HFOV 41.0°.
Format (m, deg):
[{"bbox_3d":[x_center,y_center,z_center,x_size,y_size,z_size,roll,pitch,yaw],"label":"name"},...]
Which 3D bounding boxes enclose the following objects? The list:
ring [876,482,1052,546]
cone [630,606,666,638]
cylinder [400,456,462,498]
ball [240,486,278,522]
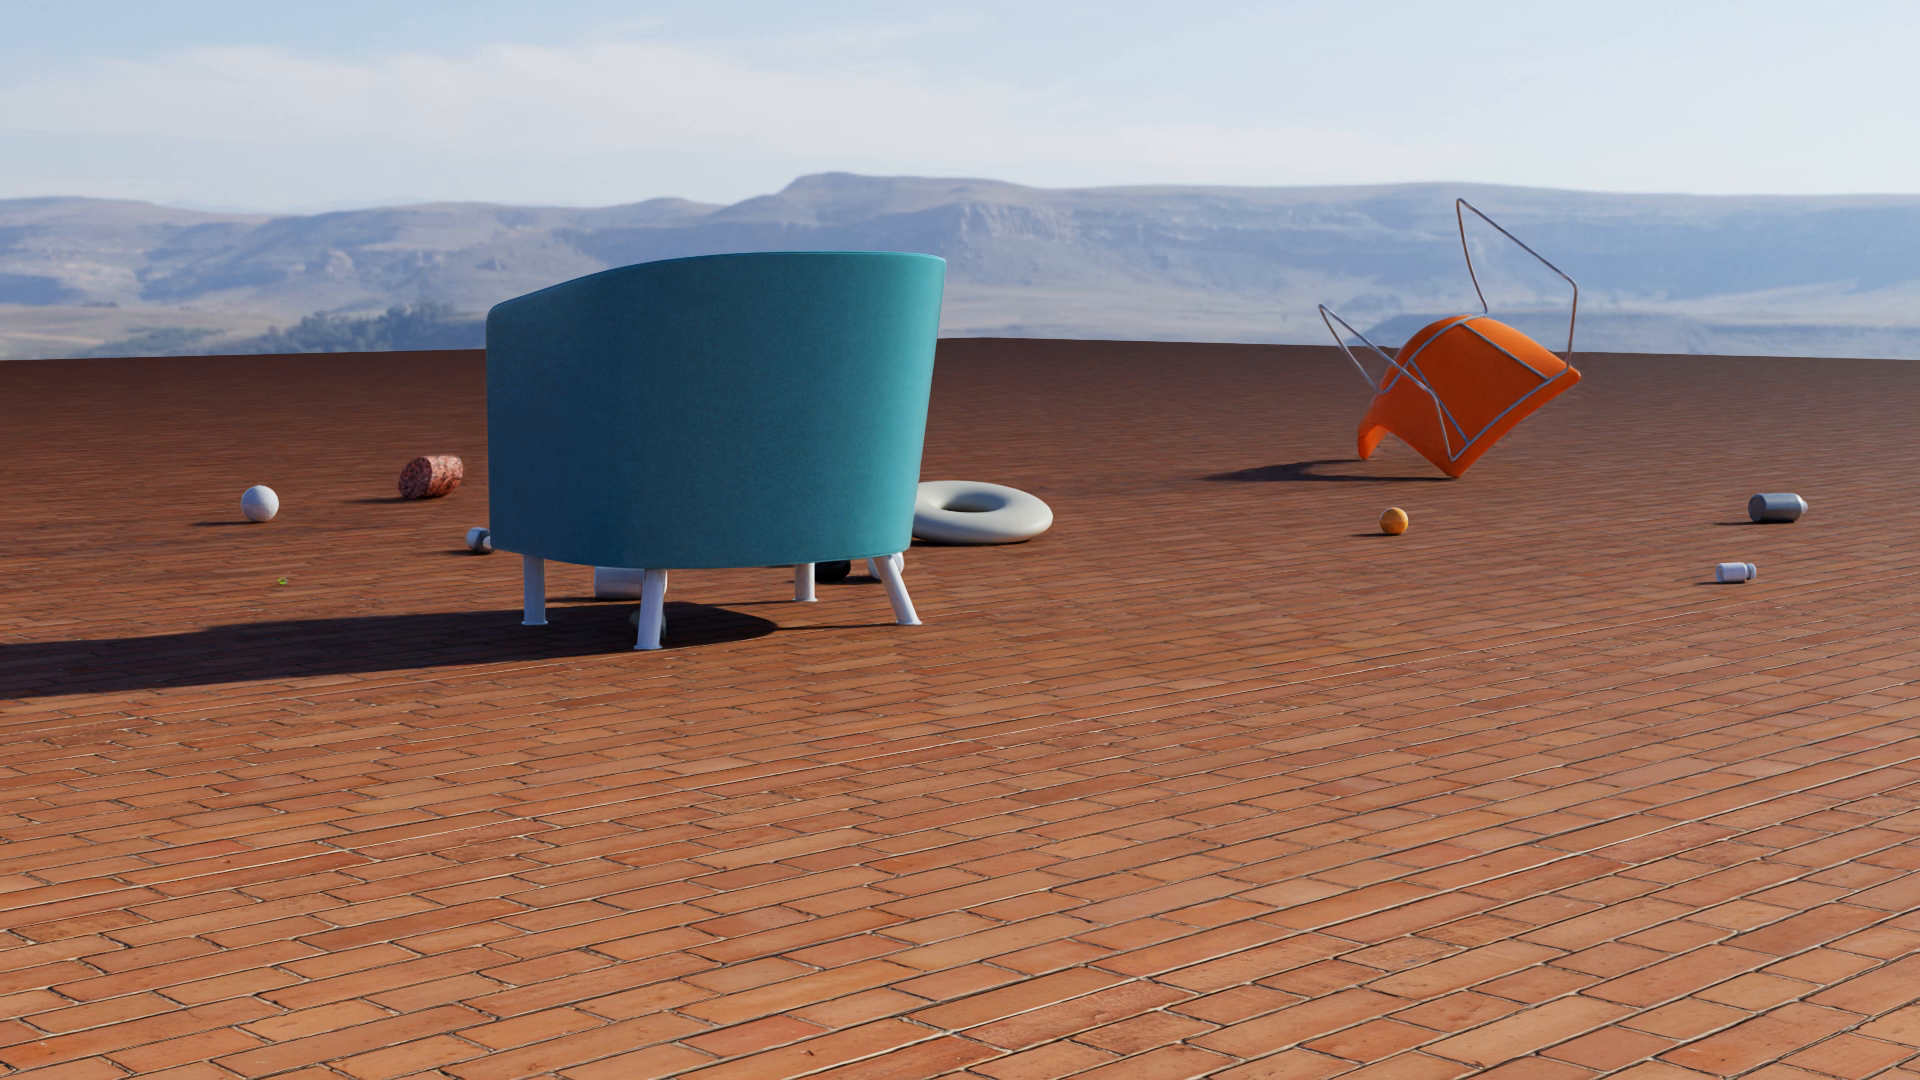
[{"bbox_3d":[0.012,-0.069,6.466,0.451,0.073,0.417,10,19,22],"label":"ring"},{"bbox_3d":[-0.556,0.163,4.703,0.073,0.055,0.086,2,22,-33],"label":"cone"},{"bbox_3d":[-1.569,-0.187,7.610,0.167,0.104,0.117,-36,-17,35],"label":"cylinder"},{"bbox_3d":[-1.875,-0.097,6.871,0.099,0.099,0.099,0,6,0],"label":"ball"}]
